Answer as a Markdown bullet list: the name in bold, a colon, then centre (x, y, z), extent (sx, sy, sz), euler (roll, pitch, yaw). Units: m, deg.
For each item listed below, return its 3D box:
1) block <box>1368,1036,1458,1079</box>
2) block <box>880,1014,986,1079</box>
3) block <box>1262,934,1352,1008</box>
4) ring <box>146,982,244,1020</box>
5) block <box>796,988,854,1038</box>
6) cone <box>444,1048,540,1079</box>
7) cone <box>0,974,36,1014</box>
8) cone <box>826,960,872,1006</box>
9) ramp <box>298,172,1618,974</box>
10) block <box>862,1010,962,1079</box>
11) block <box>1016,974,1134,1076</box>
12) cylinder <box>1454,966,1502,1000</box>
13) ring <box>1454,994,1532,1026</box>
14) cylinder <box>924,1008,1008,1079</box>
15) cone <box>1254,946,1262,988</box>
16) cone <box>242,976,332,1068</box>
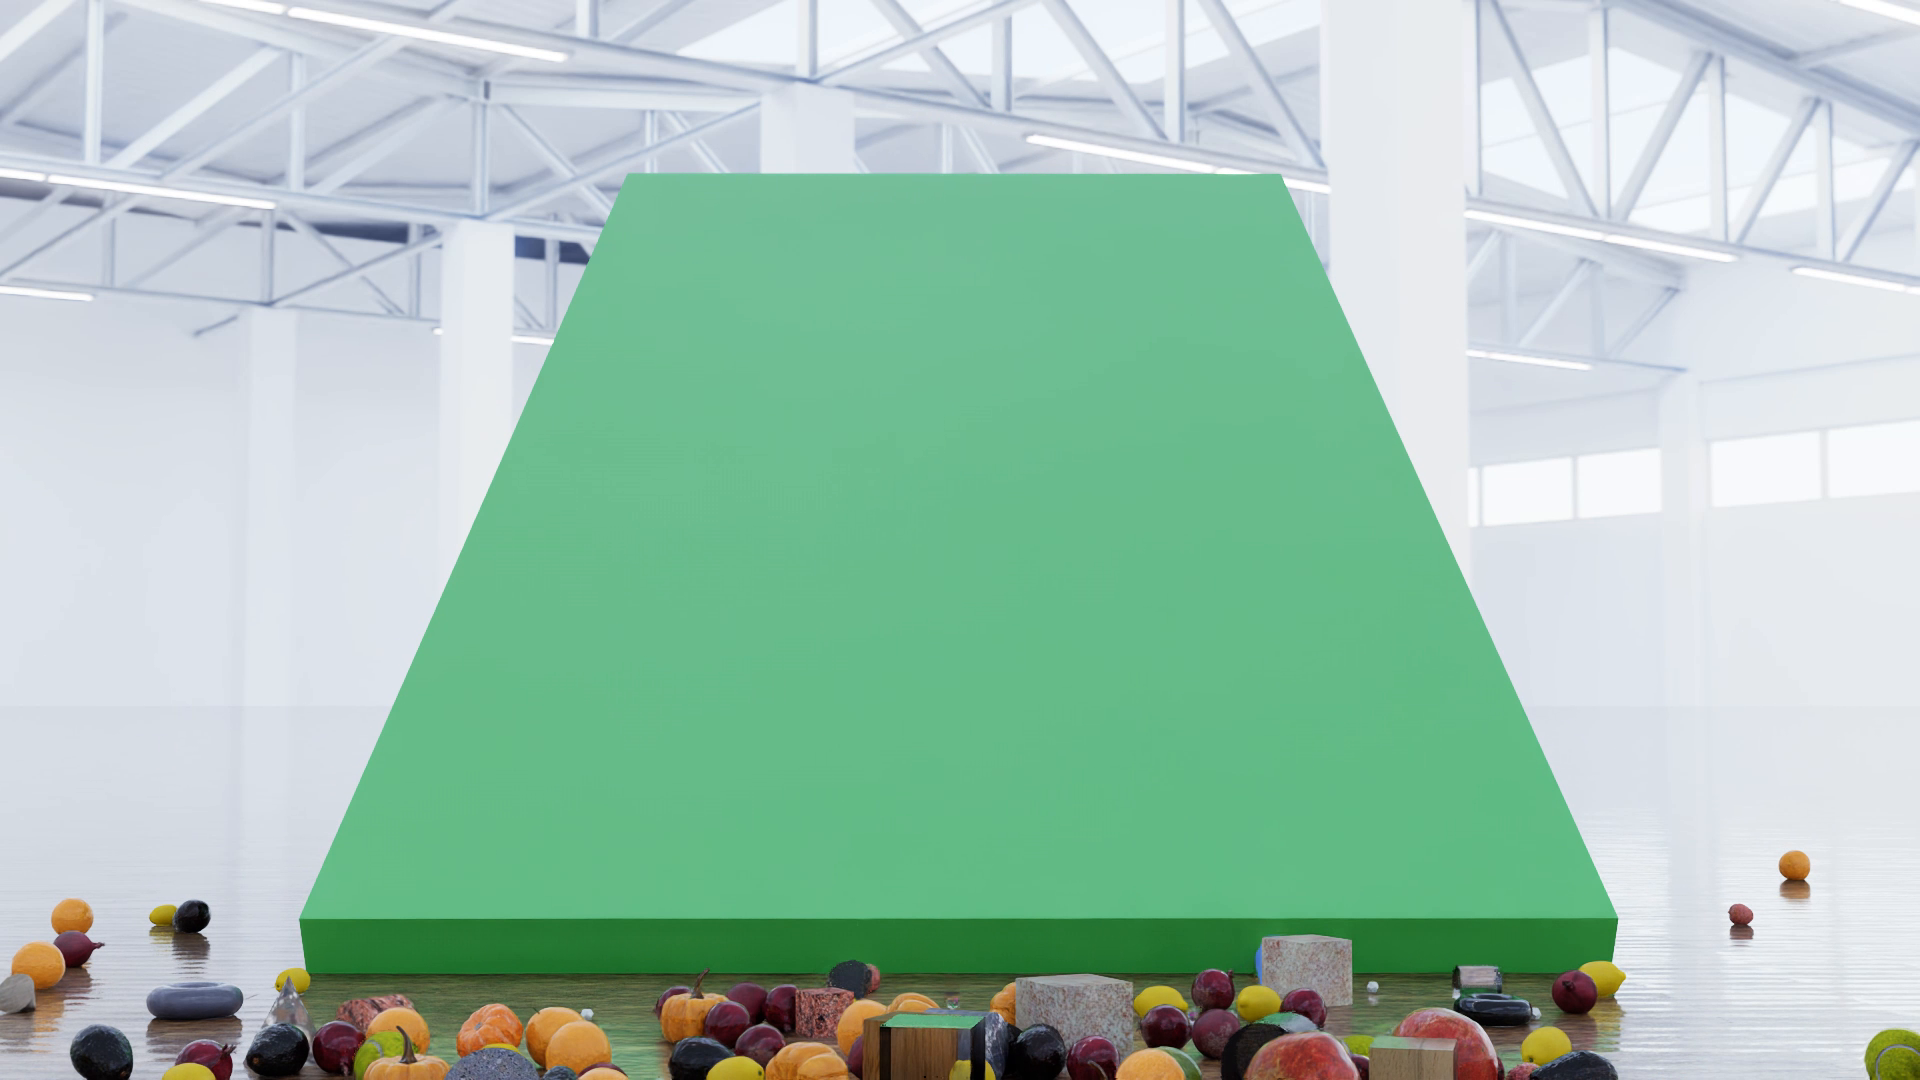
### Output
- **block**: centre (0.447, 0.536, 2.307), extent (0.080, 0.080, 0.080), euler (-1, -4, 15)
- **block**: centre (-0.027, 0.535, 2.376), extent (0.092, 0.092, 0.092), euler (-1, -4, 10)
- **block**: centre (0.480, 0.596, 3.243), extent (0.088, 0.088, 0.088), euler (2, -4, -28)
- **ring**: centre (-1.015, 0.611, 3.109), extent (0.124, 0.041, 0.124), euler (0, -5, 0)
- **block**: centre (-0.170, 0.593, 2.938), extent (0.054, 0.054, 0.054), euler (2, -5, -31)
- **cone**: centre (-0.442, 0.550, 2.246), extent (0.099, 0.099, 0.099), euler (0, -30, 1)
- **cone**: centre (-1.265, 0.623, 3.169), extent (0.056, 0.056, 0.056), euler (-1, -31, 11)
- **cone**: centre (-0.147, 0.625, 3.225), extent (0.065, 0.065, 0.065), euler (1, 23, -13)
- **ramp**: centre (-0.009, -0.229, 5.382), extent (2.000, 0.100, 4.000), euler (0, 25, 0)
- **block**: centre (-0.050, 0.550, 2.501), extent (0.080, 0.080, 0.080), euler (-2, -4, 26)
- **block**: centre (0.130, 0.553, 2.679), extent (0.098, 0.098, 0.098), euler (2, -4, -28)
- **cylinder**: centre (0.707, 0.610, 3.200), extent (0.055, 0.055, 0.055), euler (0, -4, 1)
- **ring**: centre (0.692, 0.610, 3.042), extent (0.101, 0.034, 0.101), euler (1, -4, 0)
- **cylinder**: centre (0.001, 0.555, 2.567), extent (0.079, 0.079, 0.079), euler (-2, -4, 27)
- **cone**: centre (0.444, 0.627, 3.323), extent (0.083, 0.083, 0.083), euler (-2, 22, 28)
- **cone**: centre (-0.780, 0.555, 2.720), extent (0.099, 0.099, 0.099), euler (0, -4, 0)
